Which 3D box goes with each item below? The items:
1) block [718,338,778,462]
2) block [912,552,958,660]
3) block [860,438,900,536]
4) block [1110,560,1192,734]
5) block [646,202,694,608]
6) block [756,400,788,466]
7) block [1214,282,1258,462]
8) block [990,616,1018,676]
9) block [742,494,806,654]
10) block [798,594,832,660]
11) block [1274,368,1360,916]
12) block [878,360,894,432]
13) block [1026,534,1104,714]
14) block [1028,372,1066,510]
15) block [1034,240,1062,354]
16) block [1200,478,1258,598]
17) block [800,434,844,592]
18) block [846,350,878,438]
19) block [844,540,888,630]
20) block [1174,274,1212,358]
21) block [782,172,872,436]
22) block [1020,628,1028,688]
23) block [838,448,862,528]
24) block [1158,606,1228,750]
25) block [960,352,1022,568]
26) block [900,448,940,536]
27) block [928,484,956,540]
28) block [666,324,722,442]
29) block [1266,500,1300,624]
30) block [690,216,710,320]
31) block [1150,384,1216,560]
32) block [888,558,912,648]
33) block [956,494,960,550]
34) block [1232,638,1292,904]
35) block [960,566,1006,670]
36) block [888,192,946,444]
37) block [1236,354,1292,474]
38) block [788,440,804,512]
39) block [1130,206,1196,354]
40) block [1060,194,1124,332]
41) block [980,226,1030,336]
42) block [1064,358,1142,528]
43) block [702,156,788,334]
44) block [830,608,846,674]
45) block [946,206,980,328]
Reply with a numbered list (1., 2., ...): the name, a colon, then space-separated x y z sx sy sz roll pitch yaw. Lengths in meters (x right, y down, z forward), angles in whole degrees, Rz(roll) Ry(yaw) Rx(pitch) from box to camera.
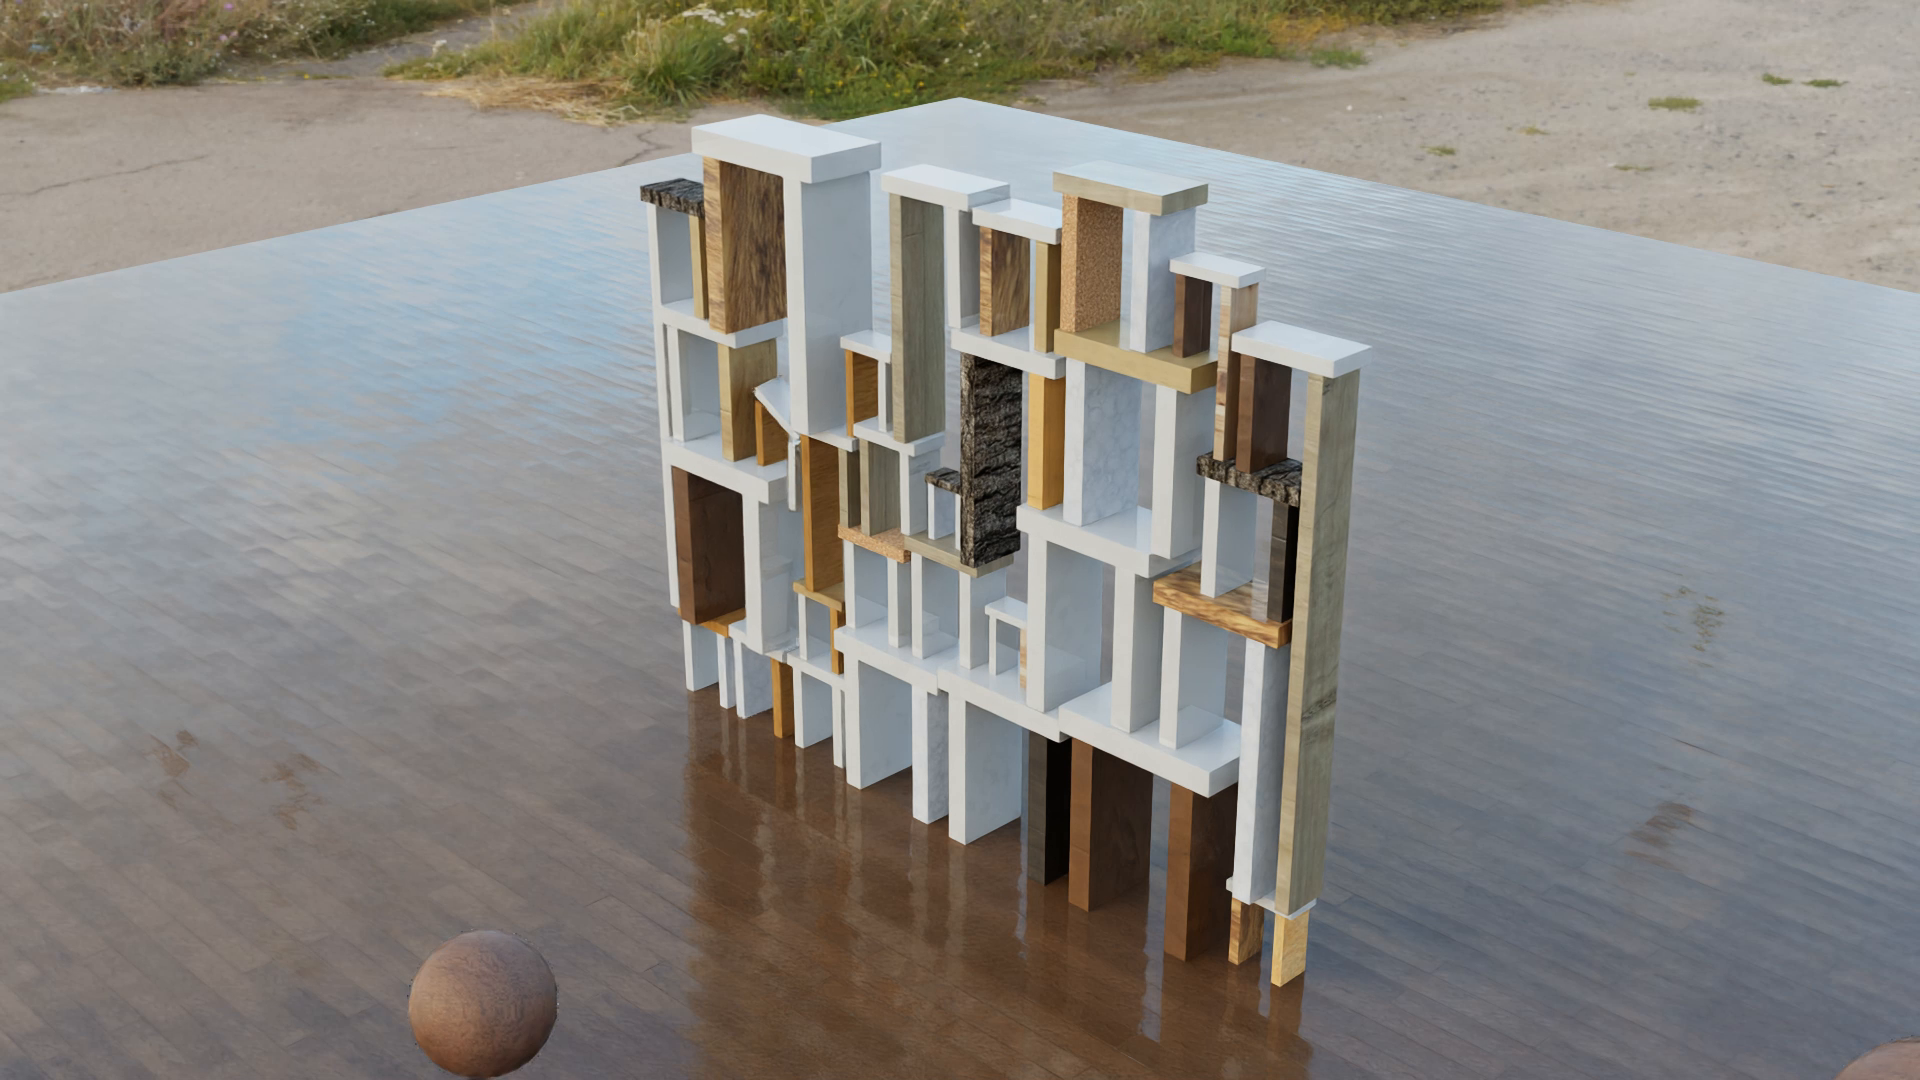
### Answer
1. block: -0.437 -0.300 4.567 0.126 0.252 0.036 -21 30 -40
2. block: -0.049 0.115 4.329 0.028 0.224 0.099 21 31 41
3. block: -0.157 -0.115 4.342 0.024 0.203 0.084 21 31 41
4. block: 0.342 0.174 3.923 0.156 0.312 0.044 -21 31 -41
5. block: -0.597 -0.288 4.747 0.107 0.913 0.030 -21 30 -40
6. block: -0.387 -0.228 4.540 0.070 0.140 0.020 -21 31 -40
7. block: 0.453 -0.280 3.609 0.020 0.299 0.071 21 31 40
8. block: 0.084 0.193 4.214 0.017 0.122 0.061 21 31 41
9. block: -0.370 0.050 4.646 0.176 0.353 0.050 -21 32 -40
10. block: -0.303 0.171 4.625 0.021 0.149 0.074 21 31 41
11. block: 0.591 0.180 3.655 0.028 0.985 0.100 21 31 40
12. block: -0.124 -0.285 4.238 0.020 0.143 0.072 21 31 40
13. block: 0.194 0.133 4.065 0.156 0.348 0.044 -21 31 -41
14. block: 0.179 -0.192 3.947 0.126 0.253 0.036 -21 31 -41
15. block: 0.175 -0.436 3.853 0.028 0.199 0.099 21 31 40
16. block: 0.456 -0.018 3.722 0.030 0.212 0.106 21 31 40
17. block: -0.281 -0.064 4.495 0.024 0.344 0.084 21 31 41
18. block: -0.190 -0.295 4.308 0.020 0.179 0.072 21 31 40
19. block: -0.189 0.077 4.463 0.027 0.190 0.095 21 31 41
20. block: 0.386 -0.378 3.640 0.071 0.142 0.020 -21 31 -40
21. block: -0.254 -0.471 4.300 0.050 0.510 0.178 21 31 40
22. block: 0.141 0.215 4.161 0.017 0.122 0.061 21 31 41
23. block: -0.202 -0.114 4.388 0.084 0.167 0.024 -21 31 -41
24. block: 0.412 0.223 3.865 0.038 0.267 0.134 21 31 40
25. block: 0.058 -0.161 4.087 0.126 0.418 0.036 -21 31 -41
26. block: -0.077 -0.101 4.264 0.084 0.168 0.024 -21 30 -40
27. block: -0.035 -0.062 4.245 0.056 0.112 0.016 -21 31 -40
28. block: -0.555 -0.346 4.678 0.126 0.252 0.036 -21 30 -40
29. block: 0.556 0.021 3.630 0.030 0.211 0.106 21 31 40
30. block: -0.498 -0.570 4.515 0.107 0.214 0.030 -20 30 -39
31. block: 0.396 -0.134 3.745 0.152 0.304 0.043 -21 31 -41
32. block: -0.099 0.112 4.381 0.027 0.190 0.095 21 31 41
33. block: 0.018 -0.041 4.195 0.056 0.112 0.016 -21 31 -40
34. block: 0.539 0.381 3.795 0.038 0.505 0.134 21 31 41
35. block: 0.044 0.141 4.238 0.028 0.199 0.099 21 31 41
36. block: -0.079 -0.424 4.133 0.110 0.482 0.031 -21 30 -41
37. block: 0.497 -0.218 3.589 0.028 0.201 0.100 21 31 41
38. block: -0.320 -0.136 4.505 0.020 0.140 0.070 15 22 39
39. block: 0.338 -0.441 3.666 0.034 0.238 0.119 21 31 41
40. block: 0.226 -0.485 3.769 0.034 0.238 0.119 21 31 41
41. block: 0.081 -0.473 3.939 0.099 0.199 0.028 -21 30 -40
42. block: 0.252 -0.190 3.877 0.043 0.304 0.152 21 31 41
43. block: -0.425 -0.608 4.425 0.050 0.355 0.178 22 31 40
44. block: -0.233 0.198 4.561 0.021 0.148 0.074 21 31 41
45. block: 0.026 -0.503 3.985 0.031 0.220 0.110 19 30 41
